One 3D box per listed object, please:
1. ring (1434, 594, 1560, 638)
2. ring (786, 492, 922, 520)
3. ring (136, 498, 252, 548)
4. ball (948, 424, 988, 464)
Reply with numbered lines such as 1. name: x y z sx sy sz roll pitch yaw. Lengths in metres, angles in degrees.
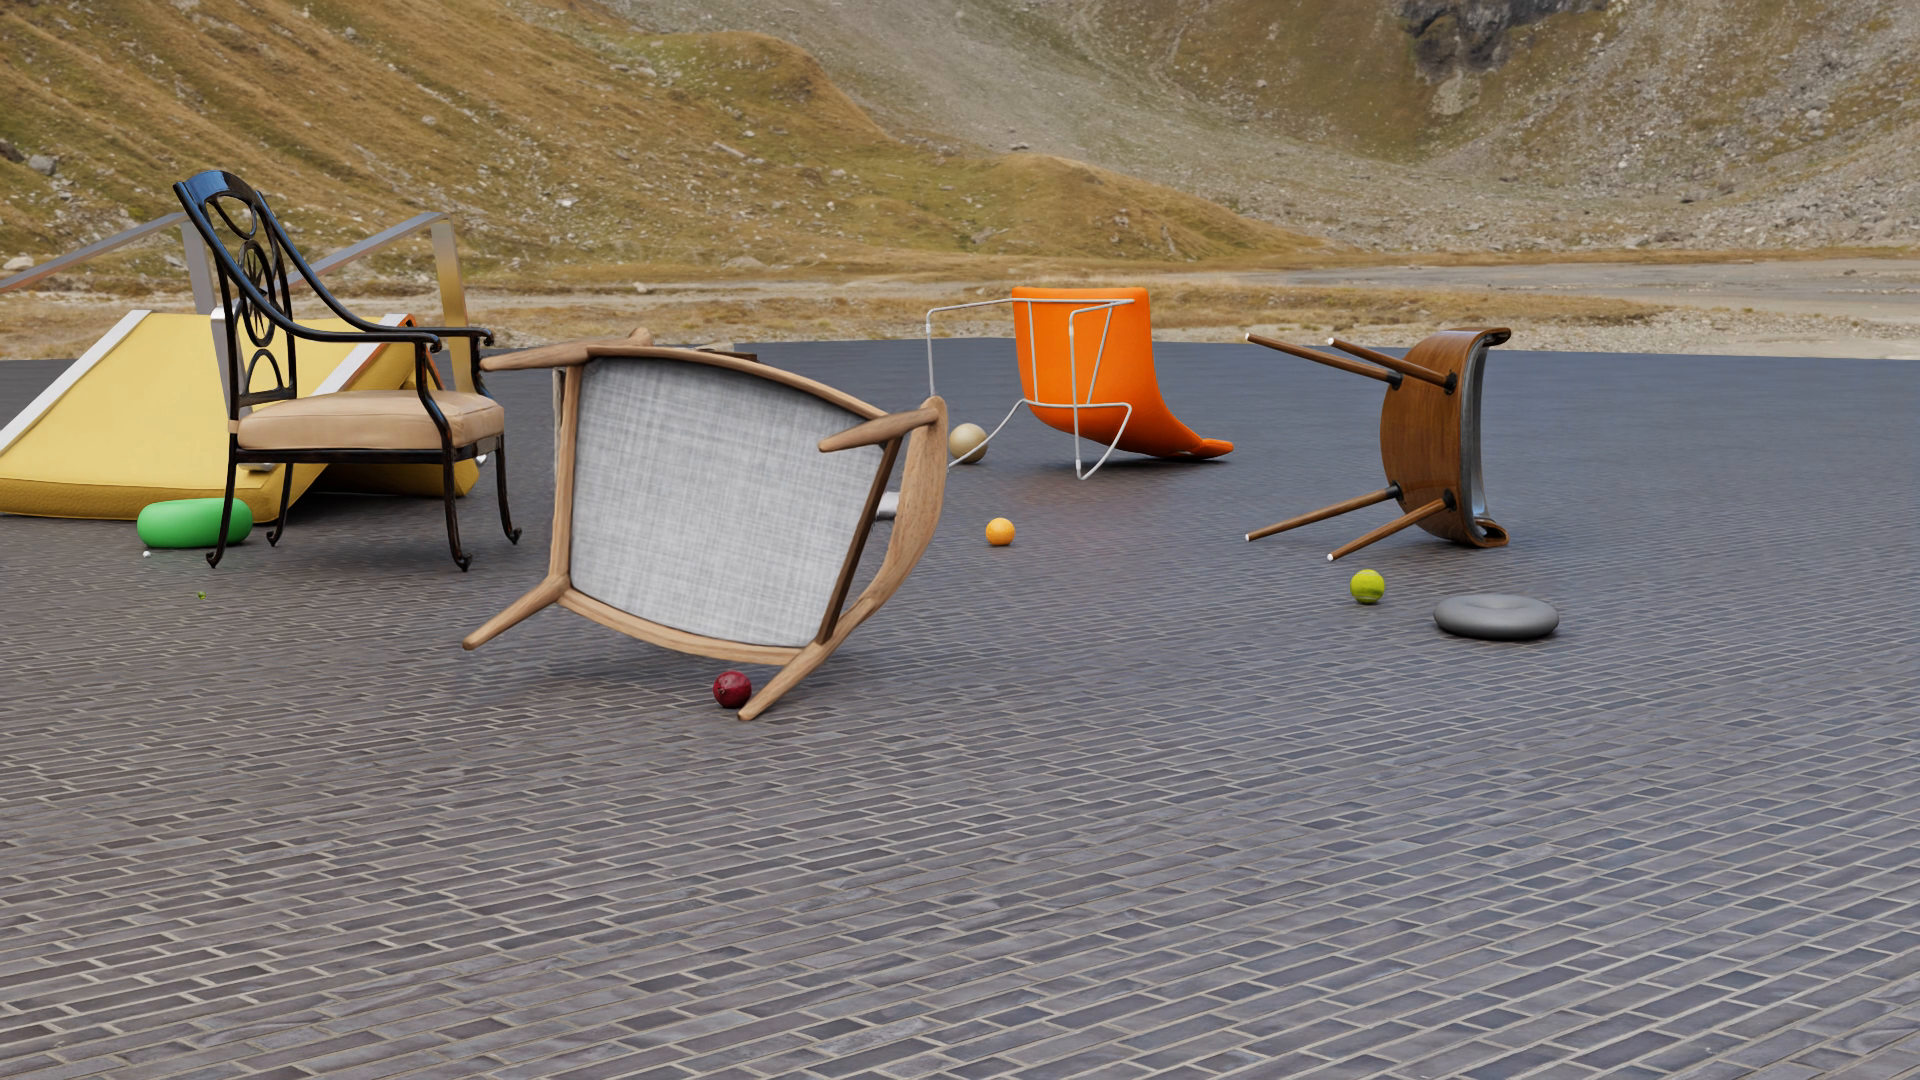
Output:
1. ring: 0.999 0.142 4.781 0.226 0.054 0.346 0 6 2
2. ring: -0.293 -0.096 7.066 0.378 0.059 0.373 -5 7 -45
3. ring: -1.874 -0.041 6.289 0.282 0.109 0.220 -6 7 -38
4. ball: 0.029 -0.339 9.011 0.143 0.143 0.143 0 6 0
